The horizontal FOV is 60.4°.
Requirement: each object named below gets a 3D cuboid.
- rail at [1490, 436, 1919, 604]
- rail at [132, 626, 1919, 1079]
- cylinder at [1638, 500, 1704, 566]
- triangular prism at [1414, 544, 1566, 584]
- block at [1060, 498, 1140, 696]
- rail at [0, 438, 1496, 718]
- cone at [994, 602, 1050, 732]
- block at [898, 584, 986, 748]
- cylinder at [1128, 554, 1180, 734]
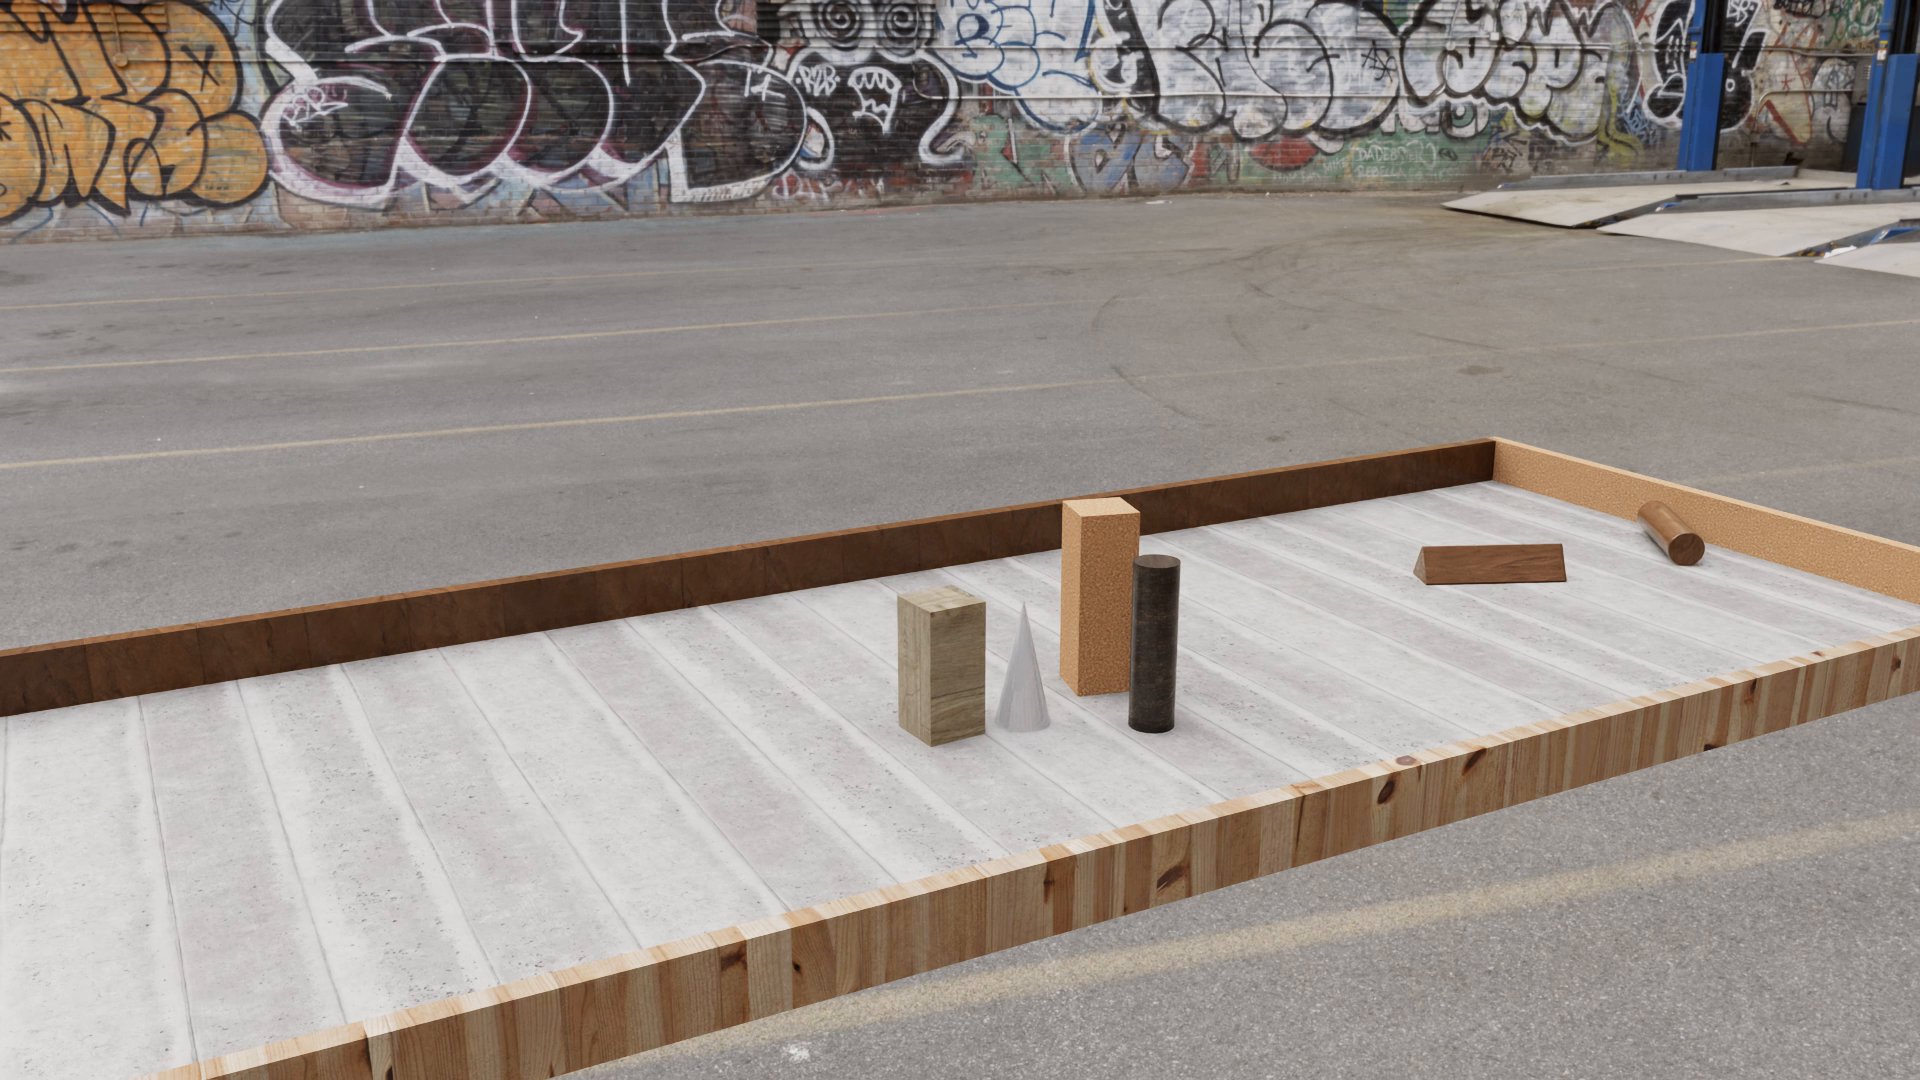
[{"bbox_3d":[2.466,-0.048,5.253,0.050,0.150,2.100,-9,18,-27],"label":"rail"},{"bbox_3d":[-2.336,1.006,1.665,12.000,0.150,0.050,-9,18,-27],"label":"rail"},{"bbox_3d":[2.261,-0.025,5.254,0.105,0.105,0.392,2,17,8],"label":"cylinder"},{"bbox_3d":[1.594,0.063,4.952,0.428,0.101,0.117,-1,17,-4],"label":"triangular prism"},{"bbox_3d":[0.342,0.139,4.069,0.148,0.459,0.148,-4,17,-14],"label":"block"},{"bbox_3d":[-3.305,0.497,3.399,12.000,0.150,0.050,-9,18,-27],"label":"rail"},{"bbox_3d":[0.148,0.282,3.853,0.132,0.305,0.132,0,16,0],"label":"cone"},{"bbox_3d":[-0.043,0.288,3.803,0.147,0.323,0.147,-10,19,-30],"label":"block"},{"bbox_3d":[0.450,0.241,3.822,0.109,0.402,0.109,0,16,0],"label":"cylinder"}]
